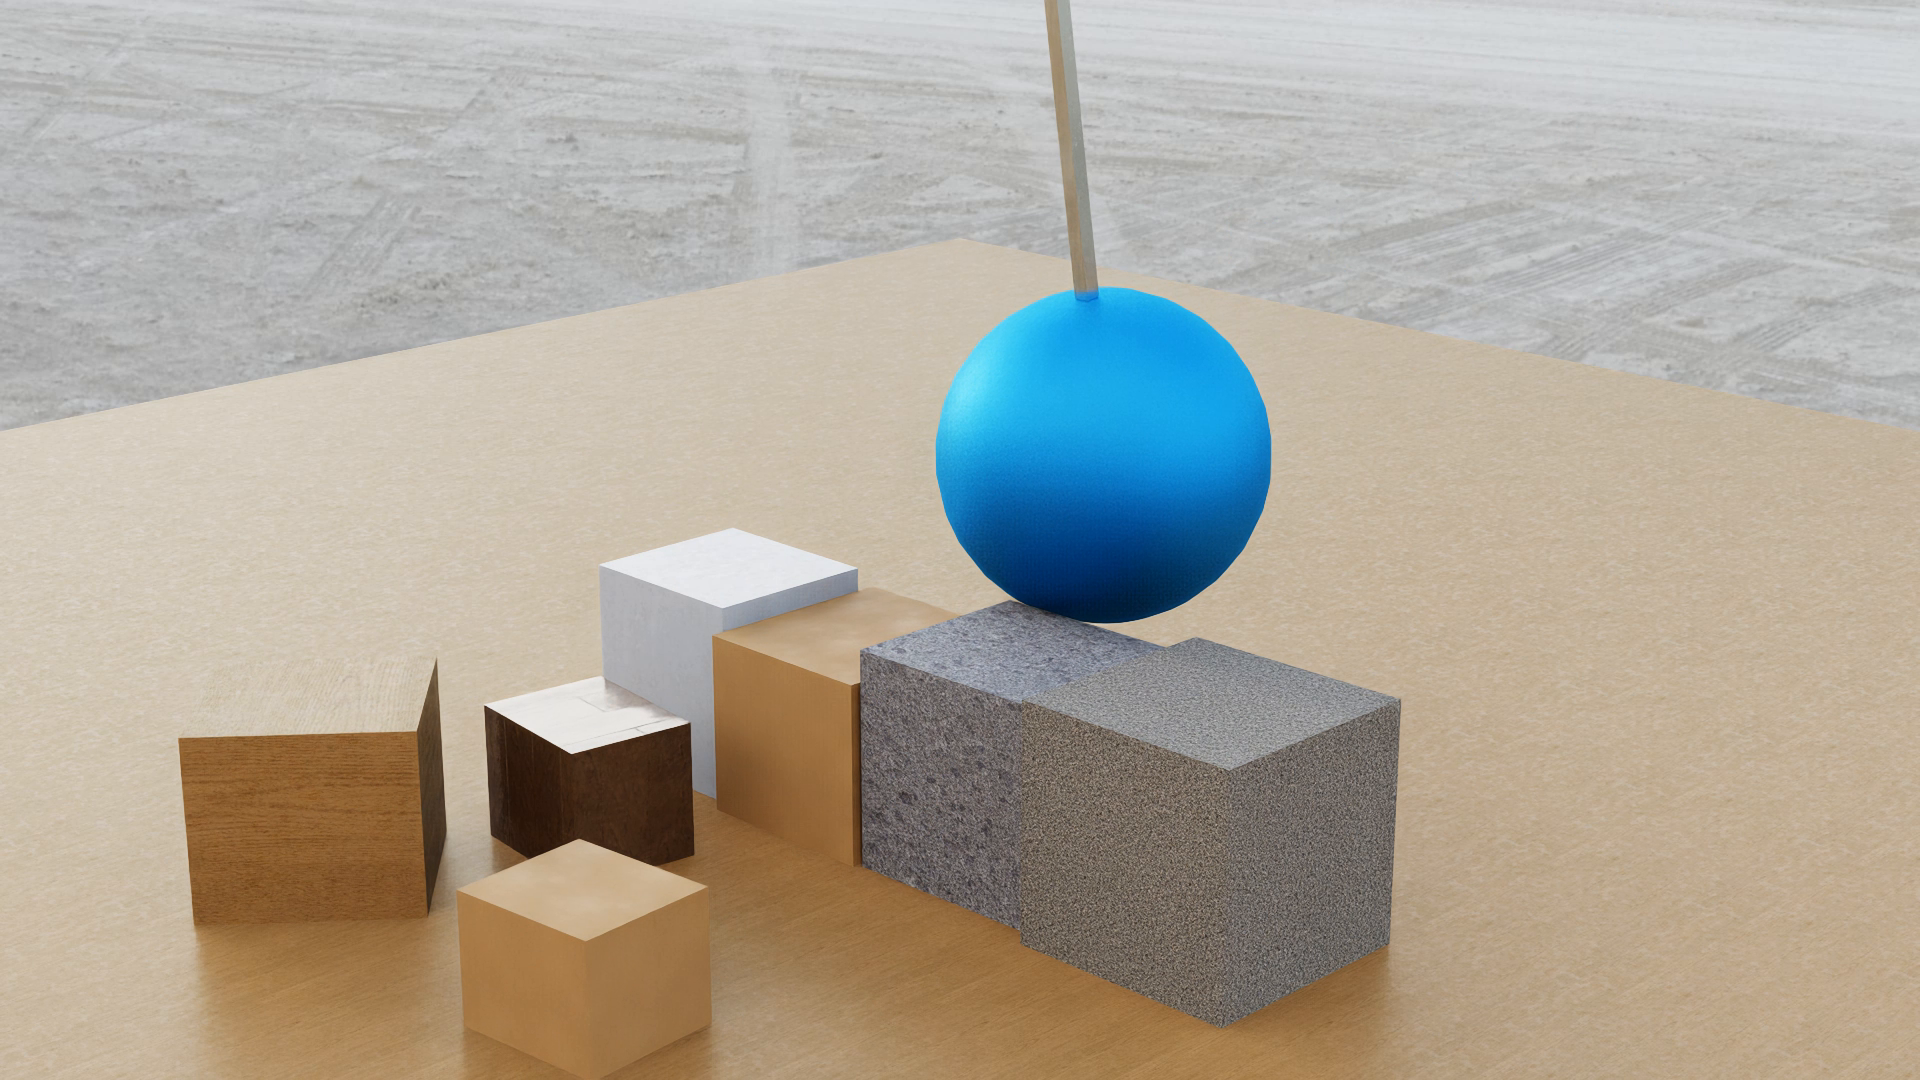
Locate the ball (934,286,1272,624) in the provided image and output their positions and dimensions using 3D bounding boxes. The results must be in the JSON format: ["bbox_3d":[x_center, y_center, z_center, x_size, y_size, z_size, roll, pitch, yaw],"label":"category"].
[{"bbox_3d":[0.680,-0.401,13.929,1.600,1.600,1.600,0,17,0],"label":"ball"}]

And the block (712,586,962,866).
[{"bbox_3d":[-0.463,0.870,14.088,1.053,0.893,0.968,-17,24,-42],"label":"block"}]

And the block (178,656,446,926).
[{"bbox_3d":[-2.908,1.120,13.299,1.020,0.888,0.975,-1,17,-4],"label":"block"}]

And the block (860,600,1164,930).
[{"bbox_3d":[0.283,1.010,13.361,1.090,1.062,0.987,16,24,42],"label":"block"}]

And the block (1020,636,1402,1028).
[{"bbox_3d":[1.066,1.216,12.584,1.137,1.134,1.136,17,24,42],"label":"block"}]

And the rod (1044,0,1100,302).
[{"bbox_3d":[0.295,-3.487,12.555,0.080,5.200,0.080,17,33,42],"label":"rod"}]

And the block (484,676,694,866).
[{"bbox_3d":[-1.731,1.119,13.684,0.632,0.660,0.794,-13,22,-36],"label":"block"}]

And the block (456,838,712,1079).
[{"bbox_3d":[-1.526,1.696,11.936,0.759,0.608,0.673,14,22,38],"label":"block"}]

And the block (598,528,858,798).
[{"bbox_3d":[-1.153,0.611,14.723,0.878,1.006,0.951,-17,24,-42],"label":"block"}]
